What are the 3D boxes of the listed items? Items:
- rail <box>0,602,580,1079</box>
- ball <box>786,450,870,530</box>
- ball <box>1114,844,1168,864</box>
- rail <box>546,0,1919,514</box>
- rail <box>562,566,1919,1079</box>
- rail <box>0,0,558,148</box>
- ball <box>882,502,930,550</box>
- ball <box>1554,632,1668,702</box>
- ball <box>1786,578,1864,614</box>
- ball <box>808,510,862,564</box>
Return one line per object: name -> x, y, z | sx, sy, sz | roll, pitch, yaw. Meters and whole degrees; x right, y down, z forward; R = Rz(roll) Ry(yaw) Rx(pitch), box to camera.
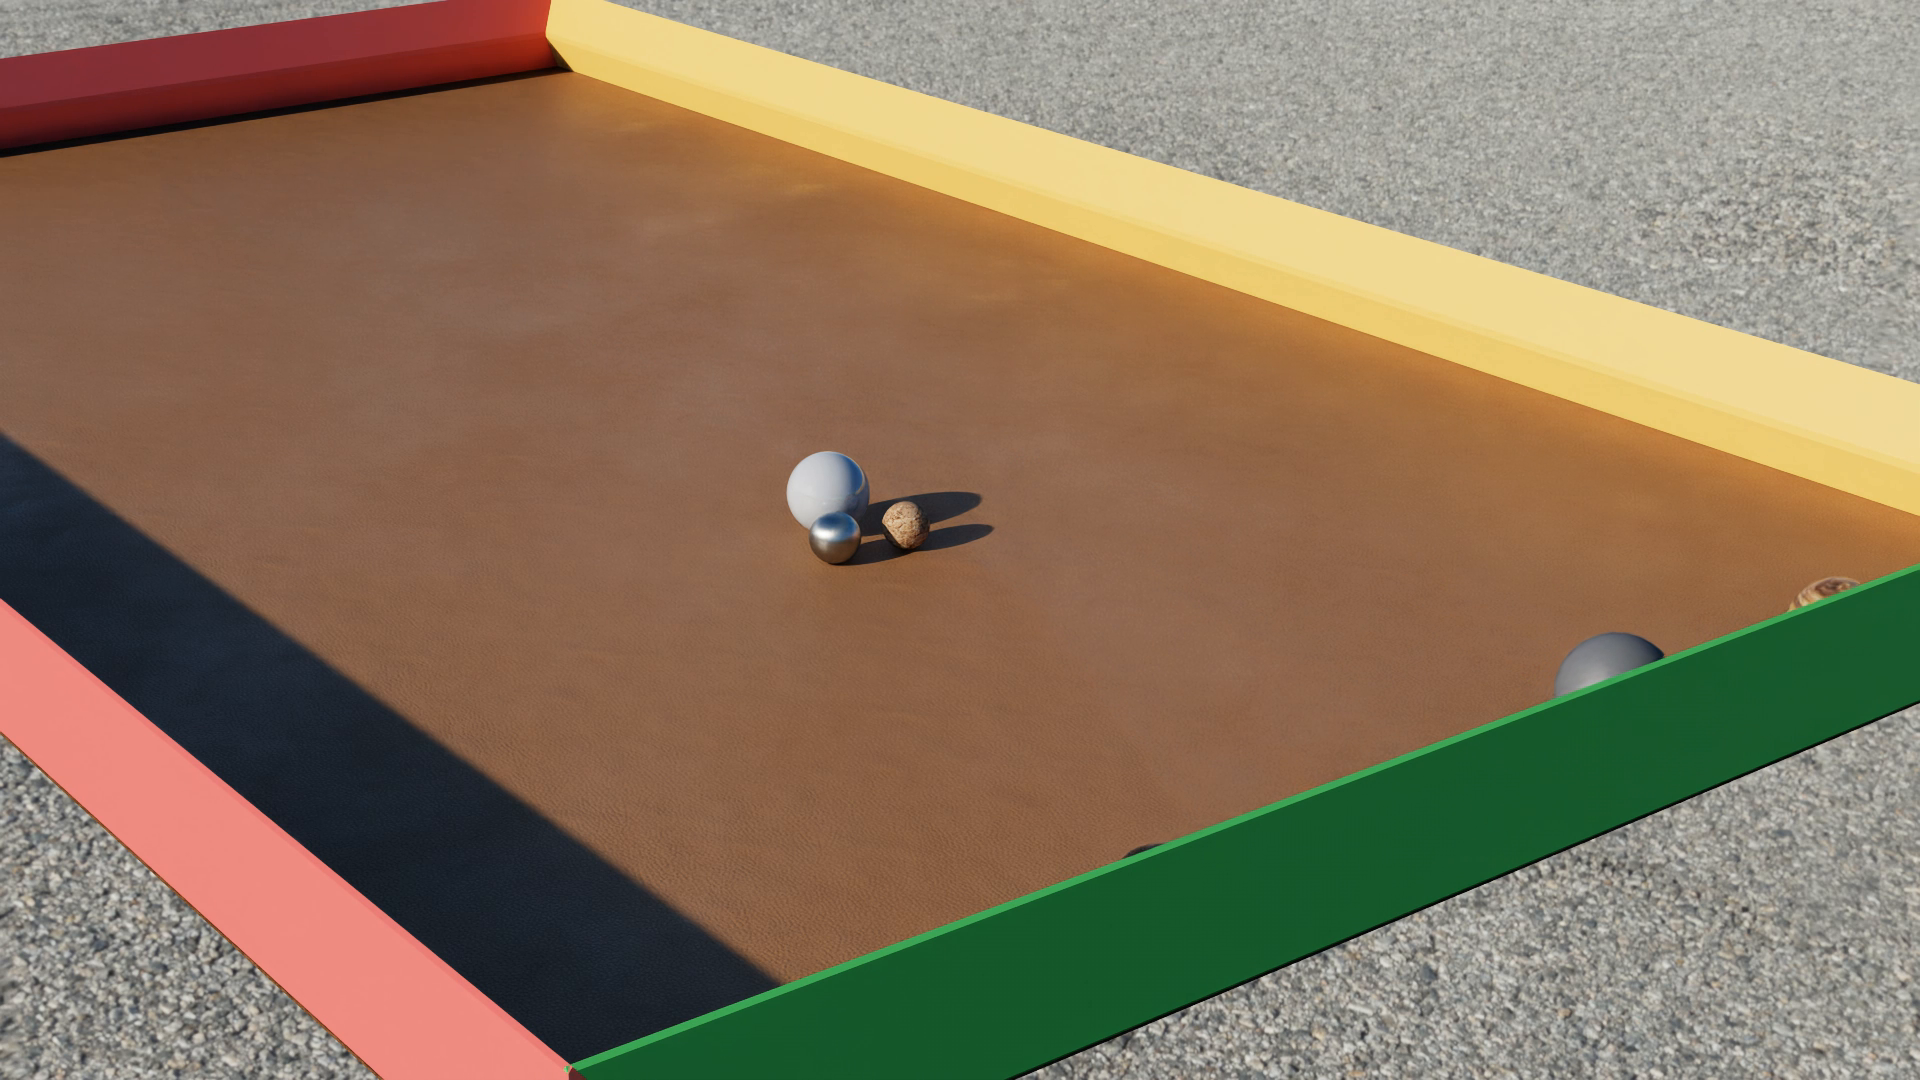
rail -> -1.023, -0.054, 2.627 | 0.045, 0.121, 2.724 | -16, 26, -35
ball -> -0.119, -0.043, 2.663 | 0.076, 0.076, 0.076 | 0, 21, 0
ball -> 0.130, 0.237, 1.949 | 0.072, 0.072, 0.072 | 0, 21, 0
rail -> 0.192, -0.393, 3.498 | 0.045, 0.121, 2.724 | -16, 26, -35
rail -> 0.401, 0.161, 2.074 | 1.581, 0.121, 0.045 | -16, 26, -35
rail -> -1.231, -0.608, 4.051 | 1.581, 0.121, 0.045 | -16, 26, -35
ball -> -0.048, -0.013, 2.631 | 0.043, 0.043, 0.043 | 0, 21, 0
ball -> 0.497, 0.117, 2.228 | 0.093, 0.093, 0.093 | 0, 21, 0
ball -> 0.705, 0.070, 2.368 | 0.079, 0.079, 0.079 | 0, 21, 0
ball -> -0.110, -0.002, 2.599 | 0.047, 0.047, 0.047 | 0, 21, 0
